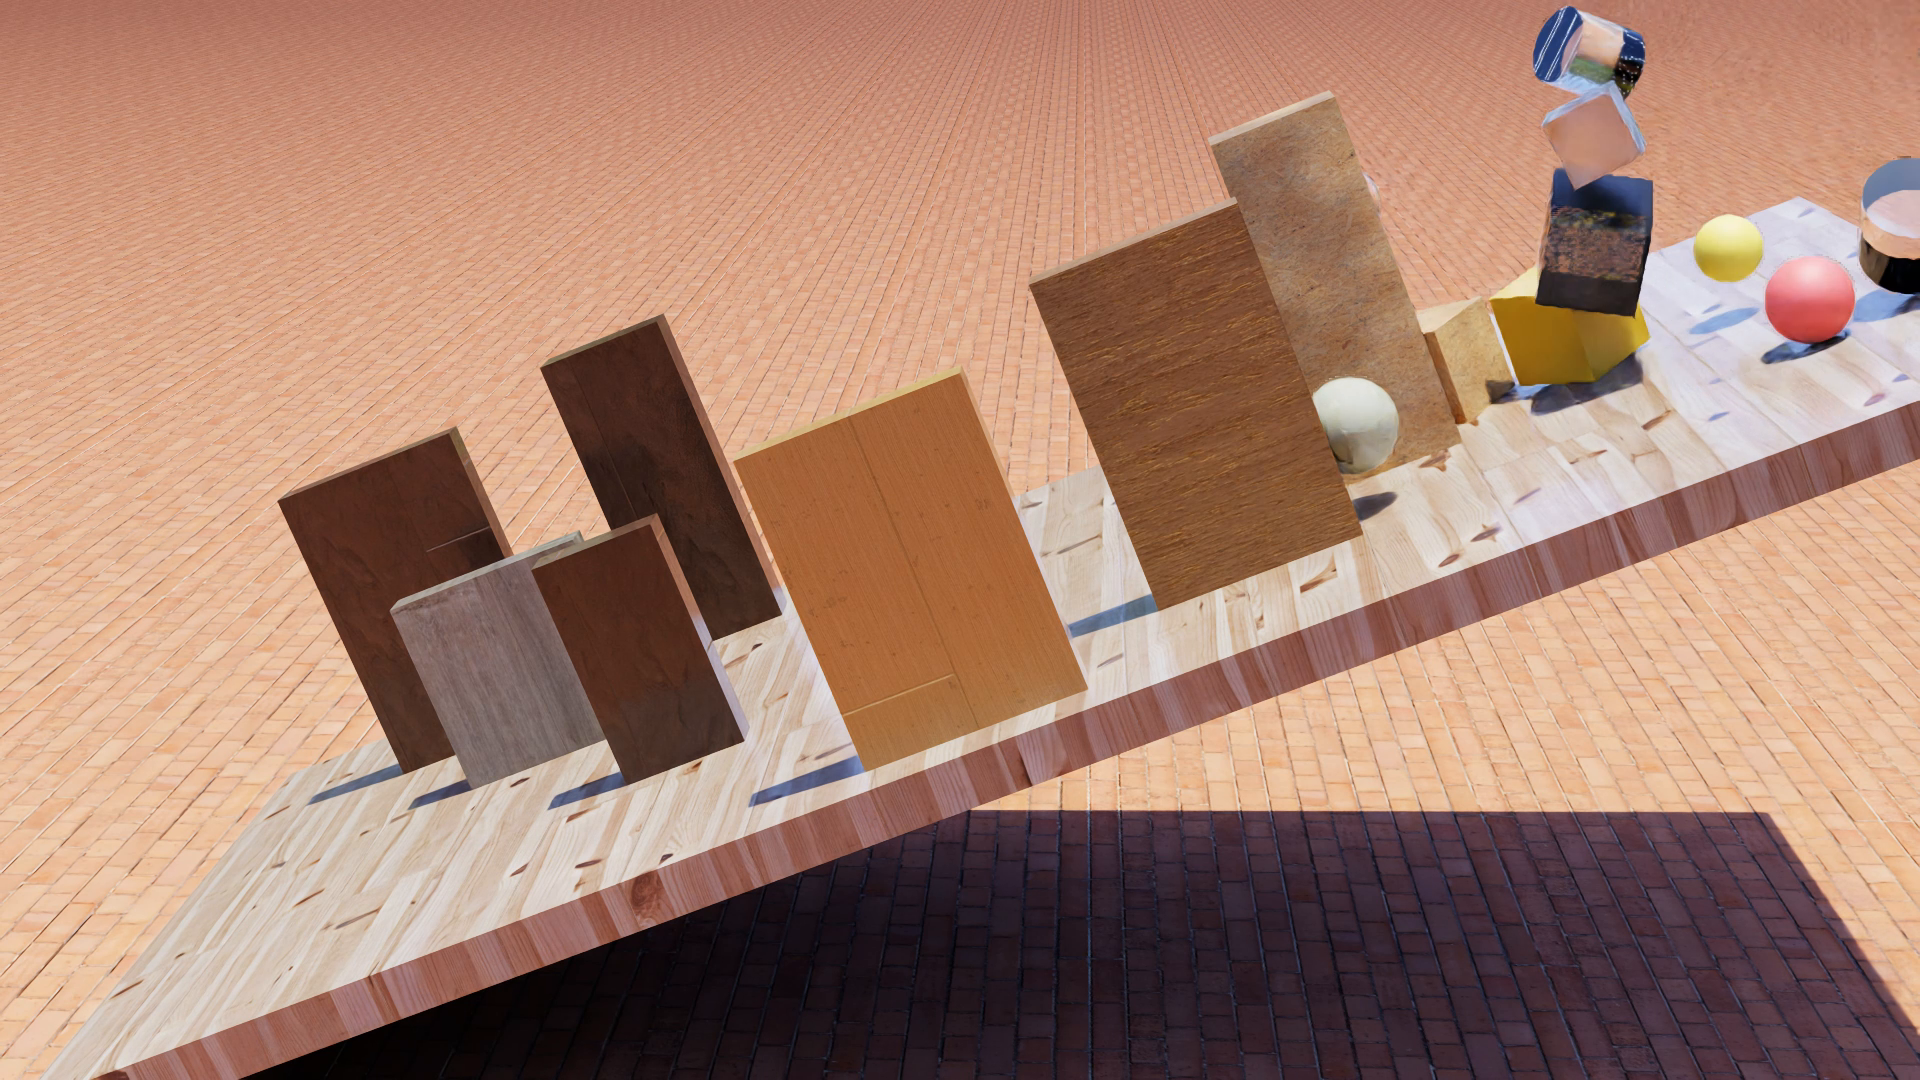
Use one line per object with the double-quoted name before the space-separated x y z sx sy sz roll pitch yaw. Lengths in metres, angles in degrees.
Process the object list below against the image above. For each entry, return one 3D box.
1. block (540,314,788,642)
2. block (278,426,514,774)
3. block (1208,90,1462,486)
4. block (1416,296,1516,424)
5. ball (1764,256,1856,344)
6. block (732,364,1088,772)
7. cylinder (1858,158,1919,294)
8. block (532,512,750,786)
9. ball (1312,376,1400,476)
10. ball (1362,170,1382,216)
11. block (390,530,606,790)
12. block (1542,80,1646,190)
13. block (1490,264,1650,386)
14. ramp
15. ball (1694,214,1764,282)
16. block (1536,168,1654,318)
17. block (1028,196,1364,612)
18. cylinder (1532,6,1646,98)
"block" -0.702 -0.126 7.010 0.300 0.761 0.119 -21 12 7
"block" -1.246 0.145 6.915 0.441 0.715 0.085 -21 12 7
"block" 0.772 -0.514 6.052 0.266 0.759 0.147 -21 12 7
"block" 1.018 -0.370 6.305 0.210 0.210 0.210 -10 17 44
"ball" 1.643 -0.465 5.688 0.169 0.169 0.169 0 14 0
"block" -0.086 0.056 5.407 0.444 0.635 0.084 -21 12 7
"cylinder" 1.853 -0.612 5.731 0.190 0.190 0.190 4 -28 17
"block" -0.653 0.225 6.035 0.264 0.492 0.098 -21 12 7
"ball" 0.770 -0.225 5.805 0.194 0.194 0.194 0 14 0
"ball" 0.808 -0.717 6.368 0.207 0.207 0.207 0 14 0
"block" -0.963 0.267 6.523 0.442 0.445 0.090 -21 12 7
"block" 1.270 -0.812 5.884 0.146 0.146 0.146 -26 9 23
"block" 1.285 -0.466 6.195 0.204 0.204 0.204 -35 20 -33
"ramp" 0.124 0.173 6.291 4.000 0.100 2.000 -21 12 7
"ball" 1.594 -0.604 6.102 0.141 0.141 0.141 0 14 0
"block" 1.292 -0.606 5.990 0.201 0.201 0.201 8 42 8
"block" 0.457 -0.259 5.673 0.423 0.689 0.096 -21 12 7
"cylinder" 1.316 -1.012 6.154 0.164 0.164 0.164 14 7 -25
